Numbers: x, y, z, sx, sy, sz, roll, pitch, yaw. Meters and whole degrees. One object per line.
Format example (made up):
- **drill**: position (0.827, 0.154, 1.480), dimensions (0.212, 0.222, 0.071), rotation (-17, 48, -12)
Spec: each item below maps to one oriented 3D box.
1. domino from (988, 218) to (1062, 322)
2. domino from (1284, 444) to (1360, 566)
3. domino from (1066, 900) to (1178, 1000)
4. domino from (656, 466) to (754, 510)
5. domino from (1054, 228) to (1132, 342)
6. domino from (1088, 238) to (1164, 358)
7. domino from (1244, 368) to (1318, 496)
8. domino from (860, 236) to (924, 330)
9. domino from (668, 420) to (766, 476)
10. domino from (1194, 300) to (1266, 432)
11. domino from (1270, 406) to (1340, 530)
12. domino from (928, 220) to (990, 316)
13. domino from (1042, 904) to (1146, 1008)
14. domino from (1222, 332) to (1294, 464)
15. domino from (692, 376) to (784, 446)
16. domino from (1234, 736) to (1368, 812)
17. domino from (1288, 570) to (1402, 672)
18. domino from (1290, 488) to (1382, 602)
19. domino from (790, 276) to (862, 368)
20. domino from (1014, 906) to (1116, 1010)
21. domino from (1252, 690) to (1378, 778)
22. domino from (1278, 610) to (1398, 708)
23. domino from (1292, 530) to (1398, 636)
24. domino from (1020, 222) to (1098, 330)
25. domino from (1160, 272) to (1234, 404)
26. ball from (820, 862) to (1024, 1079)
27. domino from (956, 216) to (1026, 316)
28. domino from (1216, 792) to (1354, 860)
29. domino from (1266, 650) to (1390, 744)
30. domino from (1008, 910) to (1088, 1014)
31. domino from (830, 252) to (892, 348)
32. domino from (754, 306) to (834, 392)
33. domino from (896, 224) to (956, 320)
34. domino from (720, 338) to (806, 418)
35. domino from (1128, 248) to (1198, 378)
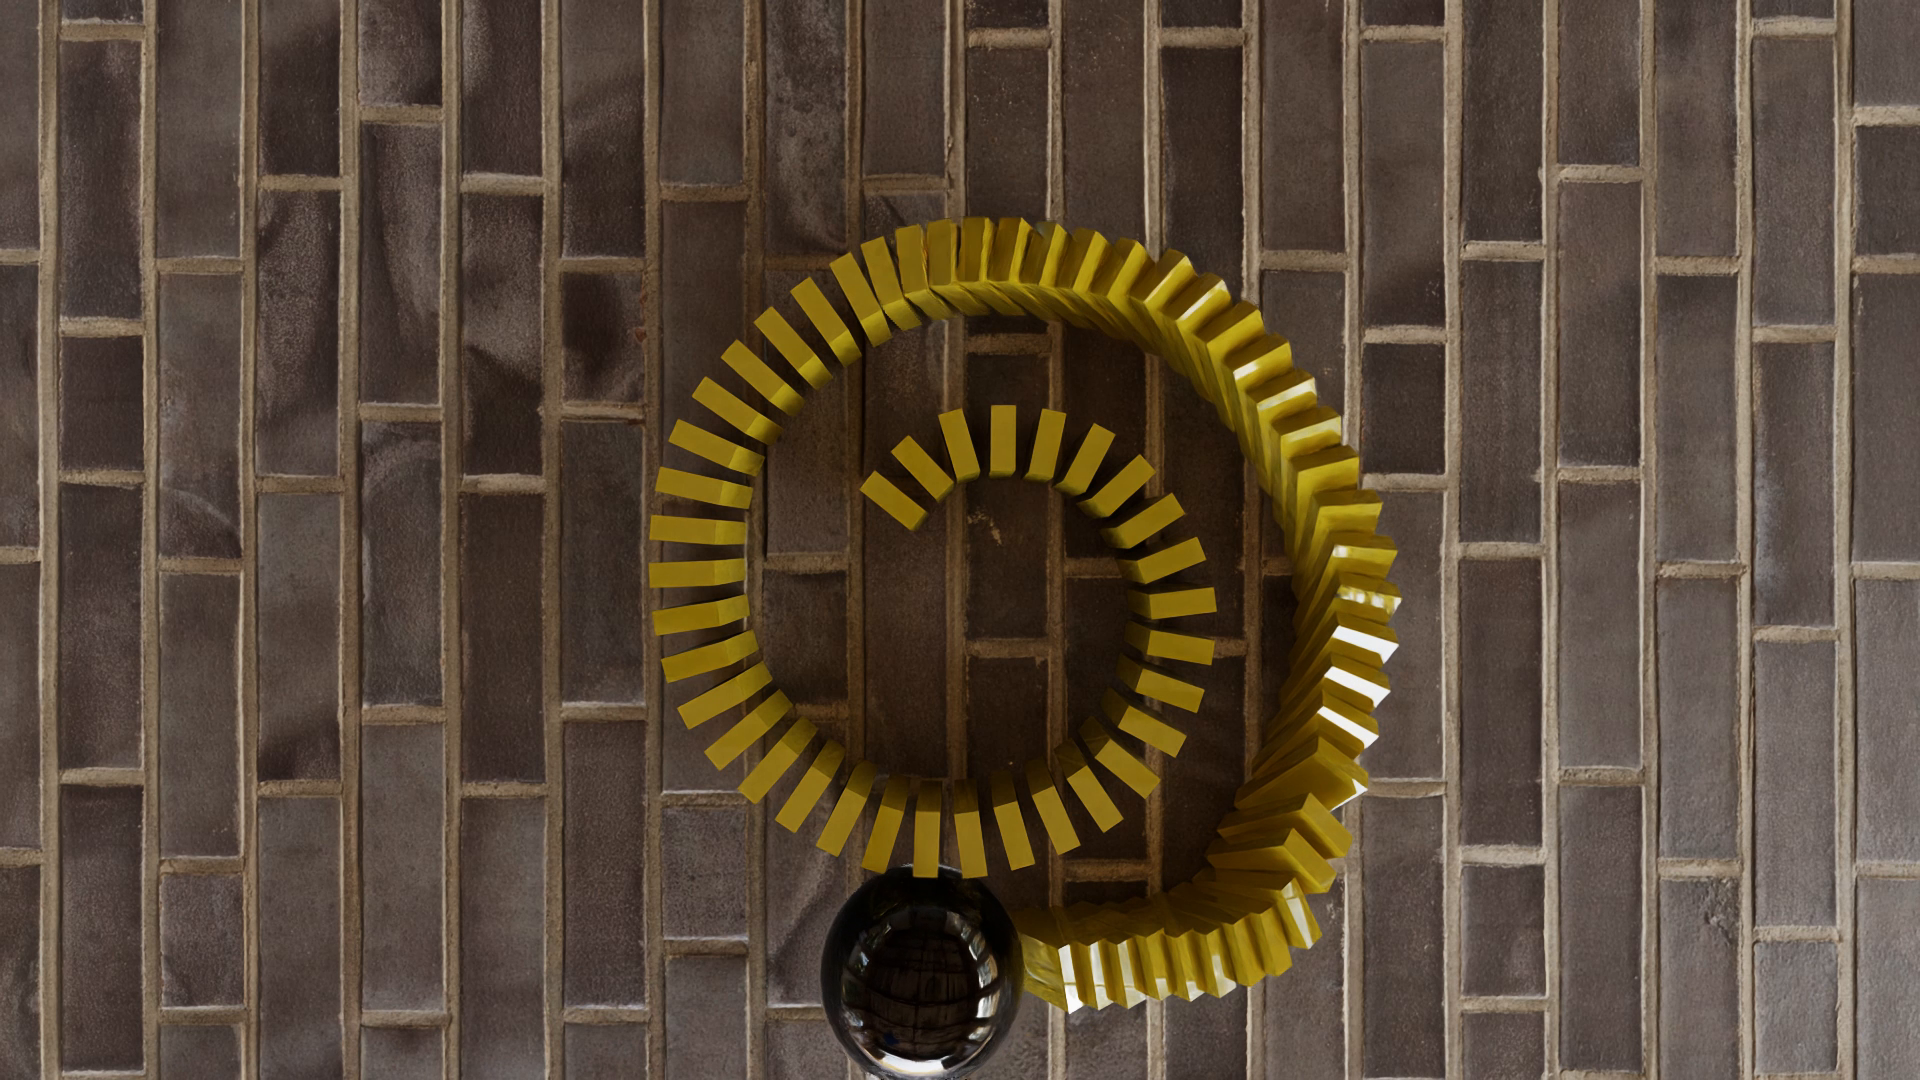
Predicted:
- **domino**: position (0.030, -0.110, 0.376), dimensions (0.010, 0.050, 0.025), rotation (12, 90, 31)
- **domino**: position (0.150, -0.014, 0.381), dimensions (0.025, 0.010, 0.050), rotation (-14, 128, 0)
- **domino**: position (0.065, 0.167, 0.376), dimensions (0.009, 0.050, 0.025), rotation (-13, 90, -32)
- **domino**: position (-0.103, -0.021, 0.375), dimensions (0.025, 0.050, 0.009), rotation (13, 90, 0)
- **domino**: position (0.060, -0.104, 0.378), dimensions (0.009, 0.050, 0.025), rotation (22, 90, 40)
- **domino**: position (0.075, -0.099, 0.378), dimensions (0.009, 0.050, 0.025), rotation (29, 90, 43)
- **domino**: position (0.135, -0.044, 0.381), dimensions (0.025, 0.010, 0.050), rotation (-24, 129, 0)
- **domino**: position (-0.027, -0.104, 0.375), dimensions (0.009, 0.050, 0.025), rotation (-18, 90, 7)
- **domino**: position (-0.098, -0.037, 0.375), dimensions (0.025, 0.050, 0.009), rotation (24, 90, 0)
- **domino**: position (0.116, -0.071, 0.380), dimensions (0.025, 0.009, 0.050), rotation (-34, 132, 0)
- **domino**: position (0.144, -0.029, 0.381), dimensions (0.025, 0.009, 0.050), rotation (-18, 129, 0)
- **domino**: position (0.000, -0.110, 0.375), dimensions (0.010, 0.050, 0.025), rotation (-1, 90, 19)
- **domino**: position (0.053, 0.170, 0.376), dimensions (0.009, 0.050, 0.025), rotation (-10, 90, -33)
- **domino**: position (0.126, -0.058, 0.380), dimensions (0.025, 0.009, 0.050), rotation (-29, 130, 0)
- **domino**: position (-0.090, -0.052, 0.375), dimensions (0.025, 0.050, 0.010), rotation (35, 90, 0)
- **domino**: position (0.141, 0.104, 0.380), dimensions (0.025, 0.009, 0.050), rotation (37, 130, -1)
- **domino**: position (0.159, 0.037, 0.381), dimensions (0.025, 0.009, 0.050), rotation (12, 127, -1)
- **domino**: position (0.156, 0.003, 0.381), dimensions (0.025, 0.010, 0.050), rotation (-4, 128, 0)
- **domino**: position (-0.054, -0.088, 0.375), dimensions (0.009, 0.050, 0.025), rotation (-36, 90, 0)
- **domino**: position (0.042, 0.170, 0.376), dimensions (0.009, 0.050, 0.025), rotation (-10, 90, -33)
- **domino**: position (0.147, 0.087, 0.381), dimensions (0.025, 0.009, 0.050), rotation (29, 127, 0)
- **domino**: position (0.156, 0.054, 0.381), dimensions (0.025, 0.009, 0.050), rotation (18, 127, -1)
- **domino**: position (0.159, 0.020, 0.381), dimensions (0.025, 0.010, 0.050), rotation (5, 128, -1)
- **domino**: position (0.044, -0.108, 0.377), dimensions (0.010, 0.050, 0.025), rotation (16, 90, 36)
- **domino**: position (0.104, -0.083, 0.379), dimensions (0.025, 0.009, 0.050), rotation (-41, 133, 0)
- **ball**: position (-0.015, 0.169, 0.360), dimensions (0.080, 0.080, 0.080), rotation (0, 90, 0)
- **domino**: position (0.015, -0.111, 0.375), dimensions (0.010, 0.050, 0.025), rotation (6, 90, 26)
- **domino**: position (0.133, 0.121, 0.377), dimensions (0.025, 0.050, 0.009), rotation (46, 53, 0)
- **domino**: position (0.152, 0.071, 0.381), dimensions (0.025, 0.010, 0.050), rotation (23, 127, 0)
- **domino**: position (0.031, 0.172, 0.376), dimensions (0.009, 0.050, 0.025), rotation (-10, 90, -33)
- **domino**: position (-0.040, -0.097, 0.375), dimensions (0.010, 0.050, 0.025), rotation (-28, 90, 1)
- **domino**: position (-0.067, -0.077, 0.375), dimensions (0.010, 0.050, 0.025), rotation (-42, 90, 0)
- **domino**: position (-0.013, -0.108, 0.375), dimensions (0.009, 0.050, 0.025), rotation (-7, 90, 13)
- **domino**: position (-0.079, -0.065, 0.375), dimensions (0.025, 0.050, 0.009), rotation (42, 90, 0)
- **domino**: position (0.091, -0.093, 0.379), dimensions (0.025, 0.050, 0.009), rotation (-48, 45, 0)
